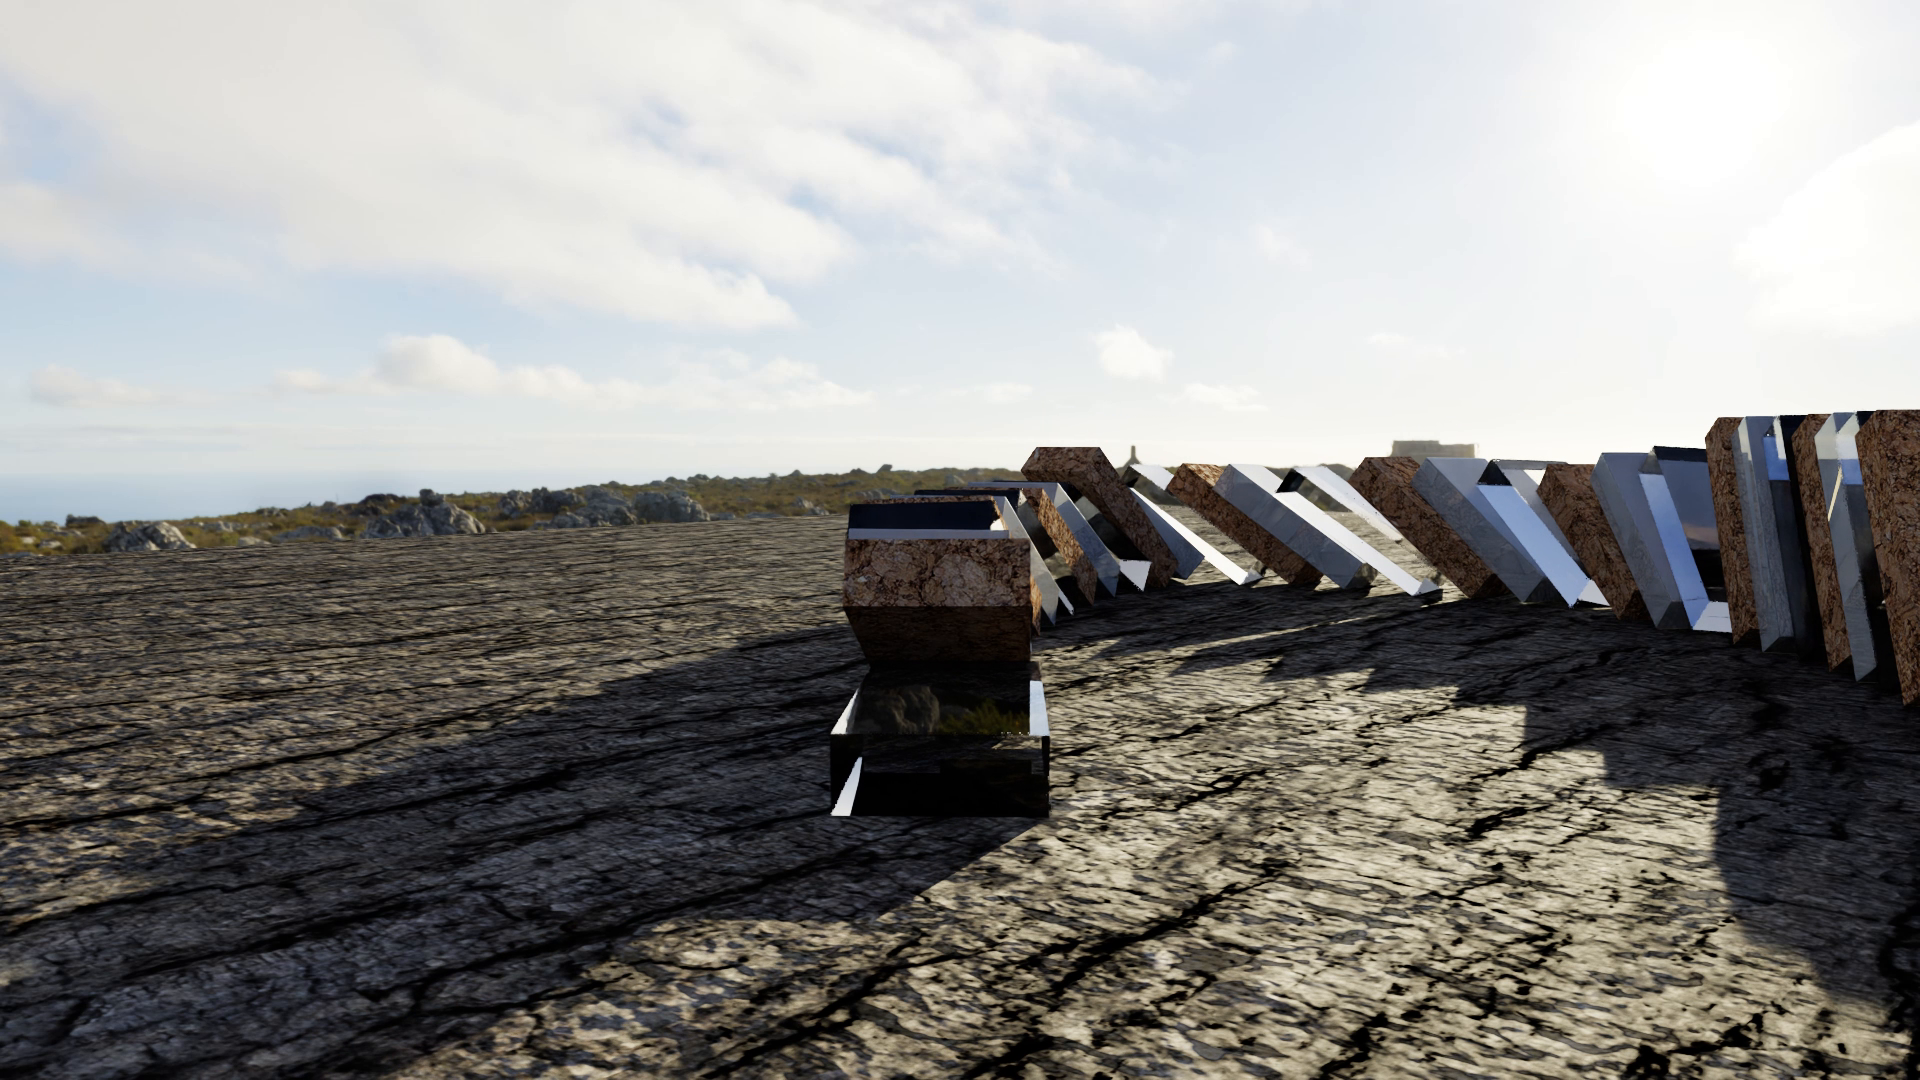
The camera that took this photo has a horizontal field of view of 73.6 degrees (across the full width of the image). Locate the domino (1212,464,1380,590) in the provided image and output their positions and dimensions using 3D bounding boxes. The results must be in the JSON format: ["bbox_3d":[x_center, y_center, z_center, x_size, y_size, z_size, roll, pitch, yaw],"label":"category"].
[{"bbox_3d":[0.103,-0.005,0.387,0.050,0.010,0.025,42,24,27],"label":"domino"}]

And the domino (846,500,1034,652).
[{"bbox_3d":[-0.002,0.008,0.240,0.025,0.009,0.050,-1,-24,11],"label":"domino"}]

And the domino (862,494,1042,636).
[{"bbox_3d":[-0.001,0.007,0.260,0.025,0.009,0.050,-2,-24,15],"label":"domino"}]

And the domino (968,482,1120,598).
[{"bbox_3d":[0.022,0.001,0.341,0.025,0.009,0.050,2,-25,28],"label":"domino"}]

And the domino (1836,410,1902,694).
[{"bbox_3d":[0.171,0.002,0.222,0.025,0.050,0.009,1,-24,14],"label":"domino"}]

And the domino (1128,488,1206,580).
[{"bbox_3d":[0.051,-0.008,0.399,0.050,0.009,0.025,41,-4,-7],"label":"domino"}]

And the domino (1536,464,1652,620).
[{"bbox_3d":[0.171,-0.001,0.327,0.025,0.010,0.050,0,40,-4],"label":"domino"}]

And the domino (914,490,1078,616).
[{"bbox_3d":[0.009,0.004,0.302,0.025,0.009,0.050,1,-24,22],"label":"domino"}]

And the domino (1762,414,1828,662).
[{"bbox_3d":[0.178,-0.001,0.253,0.025,0.050,0.009,1,-24,13],"label":"domino"}]

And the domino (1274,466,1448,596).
[{"bbox_3d":[0.120,-0.004,0.378,0.050,0.010,0.025,42,27,28],"label":"domino"}]

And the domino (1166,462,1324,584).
[{"bbox_3d":[0.091,-0.006,0.400,0.050,0.009,0.025,42,24,27],"label":"domino"}]

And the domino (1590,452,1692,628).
[{"bbox_3d":[0.174,-0.001,0.310,0.025,0.010,0.050,0,46,2],"label":"domino"}]

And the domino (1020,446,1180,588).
[{"bbox_3d":[0.042,-0.007,0.378,0.025,0.010,0.050,5,-38,48],"label":"domino"}]

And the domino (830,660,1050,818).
[{"bbox_3d":[-0.001,0.025,0.171,0.025,0.010,0.050,0,4,2],"label":"domino"}]

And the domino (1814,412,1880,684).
[{"bbox_3d":[0.174,0.001,0.232,0.025,0.050,0.009,1,-24,14],"label":"domino"}]

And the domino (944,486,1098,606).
[{"bbox_3d":[0.015,0.002,0.322,0.025,0.009,0.050,2,-24,23],"label":"domino"}]

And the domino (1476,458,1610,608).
[{"bbox_3d":[0.164,-0.003,0.345,0.025,0.009,0.050,1,41,-15],"label":"domino"}]

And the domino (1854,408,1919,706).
[{"bbox_3d":[0.168,0.002,0.211,0.025,0.050,0.009,1,-24,14],"label":"domino"}]

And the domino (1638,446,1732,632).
[{"bbox_3d":[0.177,-0.001,0.296,0.025,0.009,0.050,4,47,6],"label":"domino"}]

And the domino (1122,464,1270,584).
[{"bbox_3d":[0.075,-0.006,0.407,0.050,0.009,0.025,39,21,21],"label":"domino"}]

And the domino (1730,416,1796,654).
[{"bbox_3d":[0.178,-0.002,0.265,0.025,0.050,0.009,1,-24,13],"label":"domino"}]

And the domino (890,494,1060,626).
[{"bbox_3d":[0.004,0.005,0.283,0.025,0.009,0.050,1,-24,19],"label":"domino"}]

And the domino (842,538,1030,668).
[{"bbox_3d":[-0.002,0.013,0.195,0.025,0.010,0.050,0,-20,3],"label":"domino"}]

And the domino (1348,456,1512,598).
[{"bbox_3d":[0.138,-0.005,0.371,0.025,0.009,0.050,-4,44,-41],"label":"domino"}]

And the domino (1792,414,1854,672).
[{"bbox_3d":[0.177,0.000,0.243,0.025,0.050,0.009,1,-24,14],"label":"domino"}]

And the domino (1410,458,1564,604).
[{"bbox_3d":[0.152,-0.004,0.359,0.025,0.009,0.050,-2,43,-29],"label":"domino"}]

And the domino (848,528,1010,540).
[{"bbox_3d":[-0.002,0.011,0.219,0.025,0.009,0.050,1,-20,7],"label":"domino"}]

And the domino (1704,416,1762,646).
[{"bbox_3d":[0.178,-0.002,0.276,0.025,0.050,0.009,1,-24,13],"label":"domino"}]

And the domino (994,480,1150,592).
[{"bbox_3d":[0.031,-0.001,0.361,0.025,0.010,0.050,3,-24,37],"label":"domino"}]
